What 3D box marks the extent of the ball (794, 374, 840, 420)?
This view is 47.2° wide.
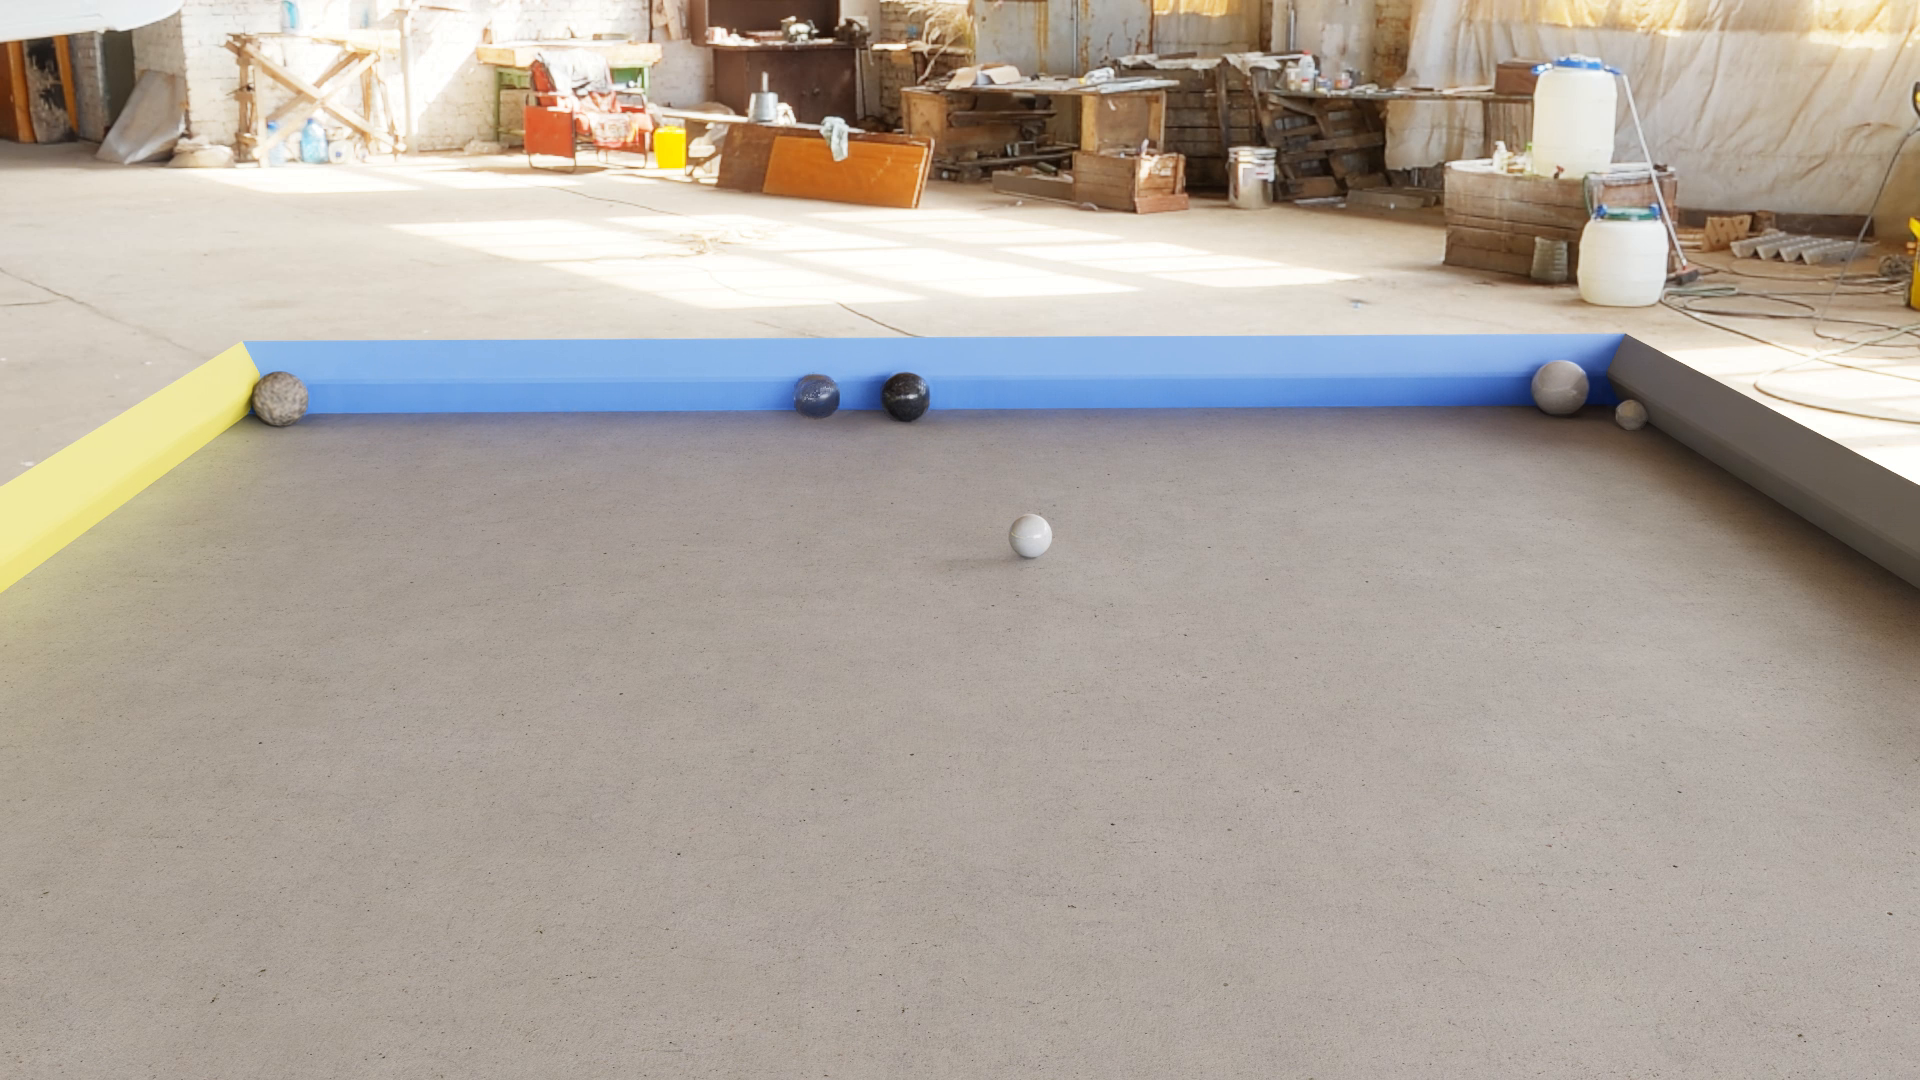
[{"bbox_3d":[-0.249,-0.252,3.851,0.081,0.081,0.081,0,15,0],"label":"ball"}]

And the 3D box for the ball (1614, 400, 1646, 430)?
[{"bbox_3d":[1.149,-0.215,3.771,0.051,0.051,0.051,0,15,0],"label":"ball"}]

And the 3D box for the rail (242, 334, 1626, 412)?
[{"bbox_3d":[-0.034,-0.292,3.906,2.466,0.128,0.045,0,15,-2],"label":"rail"}]

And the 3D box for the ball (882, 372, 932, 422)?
[{"bbox_3d":[-0.094,-0.250,3.831,0.088,0.088,0.088,0,15,0],"label":"ball"}]

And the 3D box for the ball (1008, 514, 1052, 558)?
[{"bbox_3d":[0.095,-0.006,2.972,0.059,0.059,0.059,0,15,0],"label":"ball"}]

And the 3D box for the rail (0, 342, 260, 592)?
[{"bbox_3d":[-1.174,0.255,1.862,0.045,0.128,4.203,0,15,-2],"label":"rail"}]

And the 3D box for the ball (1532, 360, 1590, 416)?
[{"bbox_3d":[1.059,-0.268,3.877,0.099,0.099,0.099,0,15,0],"label":"ball"}]

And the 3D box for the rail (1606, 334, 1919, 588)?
[{"bbox_3d":[1.243,0.234,1.939,0.045,0.128,4.203,0,15,-2],"label":"rail"}]

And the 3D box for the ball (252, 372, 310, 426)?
[{"bbox_3d":[-1.172,-0.244,3.796,0.095,0.095,0.095,0,15,0],"label":"ball"}]
